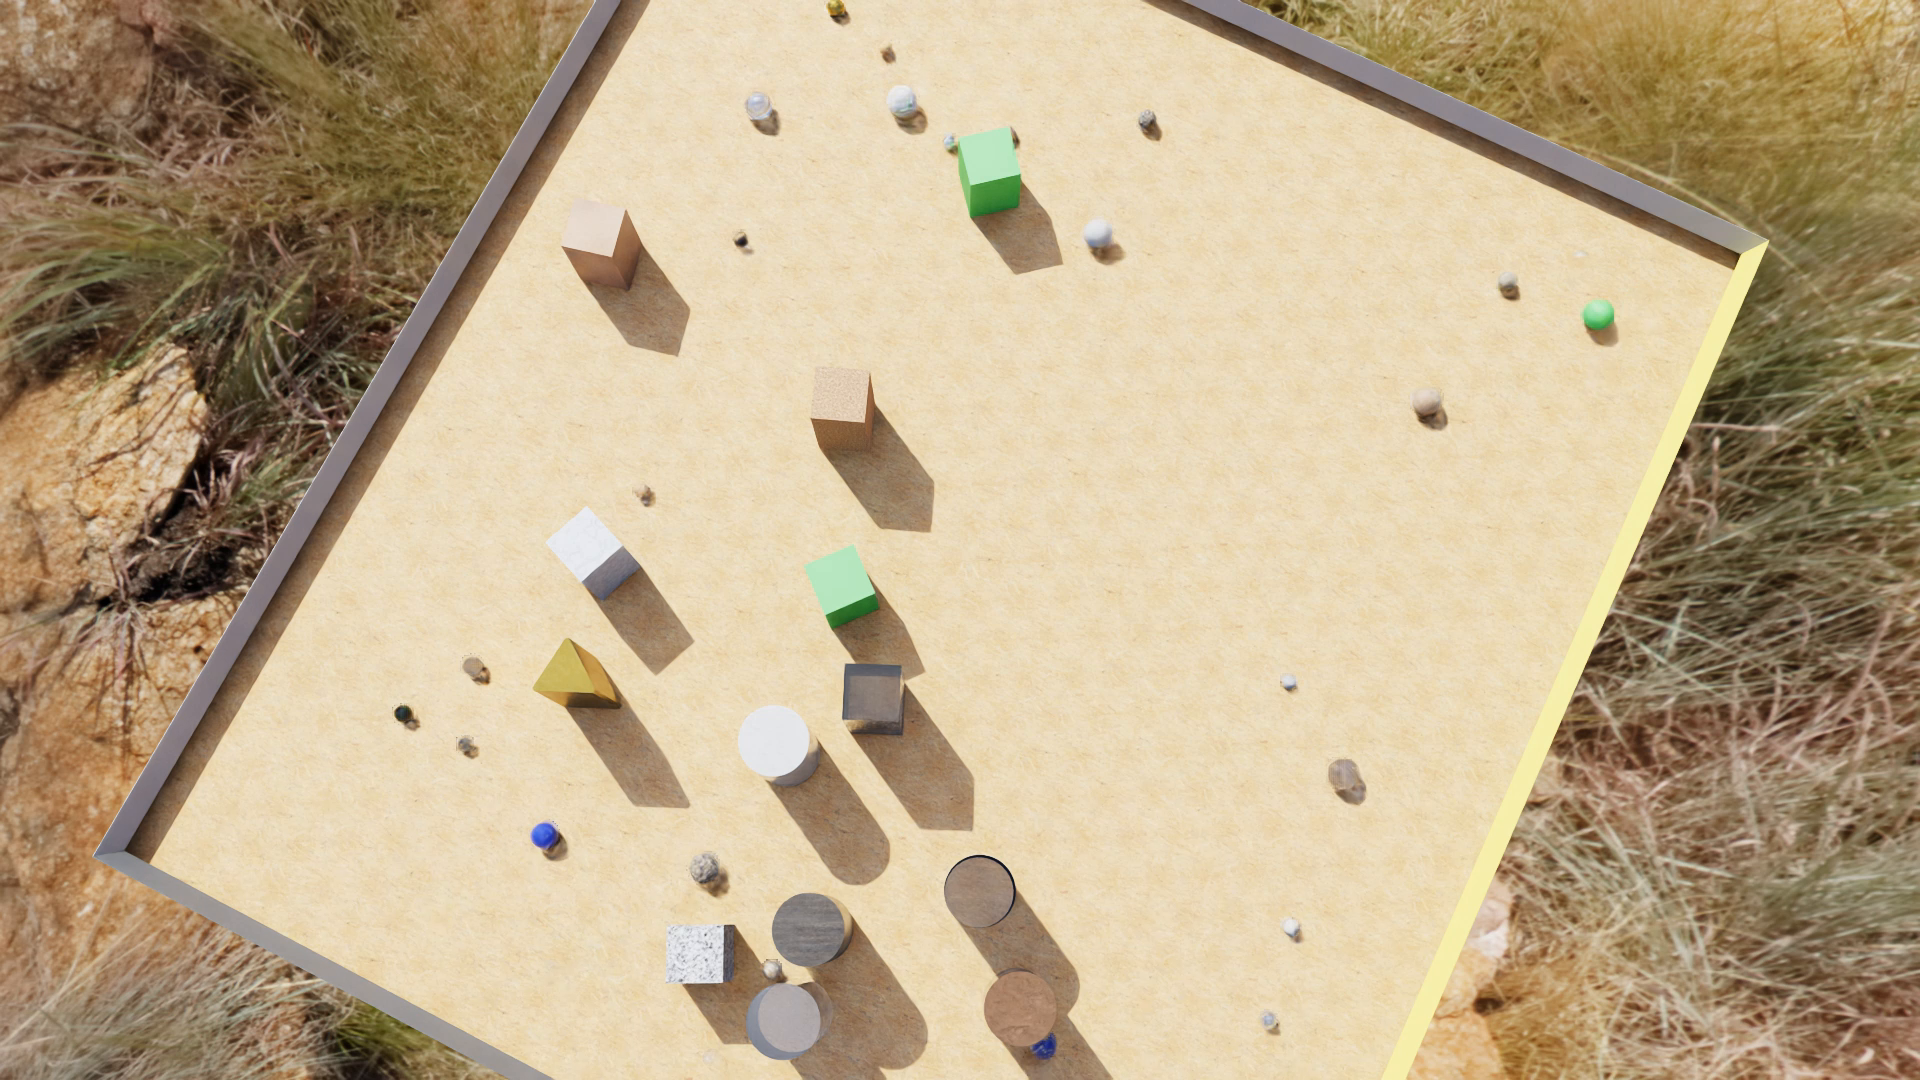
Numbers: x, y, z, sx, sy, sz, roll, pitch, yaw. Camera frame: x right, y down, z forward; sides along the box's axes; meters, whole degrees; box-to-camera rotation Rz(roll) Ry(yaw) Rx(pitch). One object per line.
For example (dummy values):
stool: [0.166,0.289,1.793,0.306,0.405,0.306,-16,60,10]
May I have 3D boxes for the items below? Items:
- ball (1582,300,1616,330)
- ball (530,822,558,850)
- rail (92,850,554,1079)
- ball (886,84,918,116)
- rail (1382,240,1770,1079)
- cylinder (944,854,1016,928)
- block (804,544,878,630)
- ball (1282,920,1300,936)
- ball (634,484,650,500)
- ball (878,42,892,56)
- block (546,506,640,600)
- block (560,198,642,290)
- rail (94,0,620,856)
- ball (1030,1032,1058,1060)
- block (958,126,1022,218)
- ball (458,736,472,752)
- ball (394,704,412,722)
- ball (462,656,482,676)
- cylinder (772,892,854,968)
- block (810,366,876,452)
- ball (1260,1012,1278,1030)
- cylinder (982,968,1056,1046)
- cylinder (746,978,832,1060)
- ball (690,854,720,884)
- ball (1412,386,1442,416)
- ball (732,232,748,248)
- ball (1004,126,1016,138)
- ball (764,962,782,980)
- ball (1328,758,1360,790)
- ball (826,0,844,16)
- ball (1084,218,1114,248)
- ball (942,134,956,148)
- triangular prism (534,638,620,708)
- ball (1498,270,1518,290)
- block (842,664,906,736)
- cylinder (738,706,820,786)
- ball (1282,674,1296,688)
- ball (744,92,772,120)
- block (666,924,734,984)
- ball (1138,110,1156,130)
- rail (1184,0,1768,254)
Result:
ball: [1.992,-0.703,5.713,0.096,0.096,0.096,0,78,0]
ball: [-1.225,0.870,5.396,0.079,0.079,0.079,0,78,0]
rail: [-0.868,1.706,5.197,3.645,0.129,0.045,26,80,5]
ball: [-0.186,-1.404,5.857,0.099,0.099,0.099,0,78,0]
rail: [1.609,0.795,5.385,0.045,0.129,3.927,26,80,5]
cylinder: [0.055,1.003,5.221,0.199,0.368,0.199,0,78,0]
block: [-0.350,0.142,5.450,0.159,0.269,0.159,-23,79,-5]
ball: [0.969,1.134,5.356,0.051,0.051,0.051,0,78,0]
ball: [-0.974,-0.149,5.623,0.047,0.047,0.047,0,78,0]
ball: [-0.240,-1.589,5.922,0.046,0.046,0.046,0,78,0]
block: [-1.085,0.043,5.444,0.159,0.320,0.159,-42,81,-8]
block: [-1.102,-0.910,5.652,0.159,0.300,0.159,13,79,3]
rail: [-1.609,-0.781,5.711,0.045,0.129,3.927,26,80,5]
ball: [0.241,1.454,5.270,0.078,0.078,0.078,0,78,0]
block: [0.091,-1.145,5.718,0.159,0.265,0.159,-13,79,-3]
ball: [-1.476,0.609,5.468,0.044,0.044,0.044,0,78,0]
ball: [-1.665,0.520,5.482,0.053,0.053,0.053,0,78,0]
ball: [-1.464,0.379,5.508,0.059,0.059,0.059,0,78,0]
cylinder: [-0.412,1.100,5.178,0.199,0.414,0.199,0,78,0]
block: [-0.350,-0.390,5.518,0.159,0.351,0.159,5,78,1]
ball: [0.895,1.391,5.304,0.048,0.048,0.048,0,78,0]
cylinder: [0.164,1.311,5.159,0.199,0.365,0.199,0,78,0]
cylinder: [-0.469,1.327,5.098,0.199,0.477,0.199,0,78,0]
ball: [-0.750,0.962,5.373,0.087,0.087,0.087,0,78,0]
ball: [1.442,-0.431,5.660,0.091,0.091,0.091,0,78,0]
ball: [-0.692,-0.948,5.787,0.050,0.050,0.050,0,78,0]
ball: [0.155,-1.302,5.862,0.047,0.047,0.047,0,78,0]
ball: [-0.546,1.253,5.331,0.052,0.052,0.052,0,78,0]
ball: [1.136,0.692,5.426,0.093,0.093,0.093,0,78,0]
ball: [-0.404,-1.729,5.946,0.056,0.056,0.056,0,78,0]
ball: [0.435,-0.966,5.768,0.095,0.095,0.095,0,78,0]
ball: [-0.034,-1.272,5.858,0.043,0.043,0.043,0,78,0]
triangular prism: [-1.104,0.388,5.328,0.172,0.408,0.149,2,78,0]
ball: [1.720,-0.813,5.753,0.062,0.062,0.062,0,78,0]
block: [-0.247,0.466,5.320,0.159,0.392,0.159,2,78,0]
cylinder: [-0.518,0.598,5.289,0.199,0.400,0.199,0,78,0]
ball: [0.989,0.426,5.507,0.041,0.041,0.041,0,78,0]
ball: [-0.645,-1.389,5.859,0.088,0.088,0.088,0,78,0]
block: [-0.741,1.182,5.244,0.159,0.249,0.159,-1,78,0]
ball: [0.598,-1.344,5.863,0.062,0.062,0.062,0,78,0]
rail: [0.868,-1.692,5.900,3.645,0.129,0.045,26,80,5]
